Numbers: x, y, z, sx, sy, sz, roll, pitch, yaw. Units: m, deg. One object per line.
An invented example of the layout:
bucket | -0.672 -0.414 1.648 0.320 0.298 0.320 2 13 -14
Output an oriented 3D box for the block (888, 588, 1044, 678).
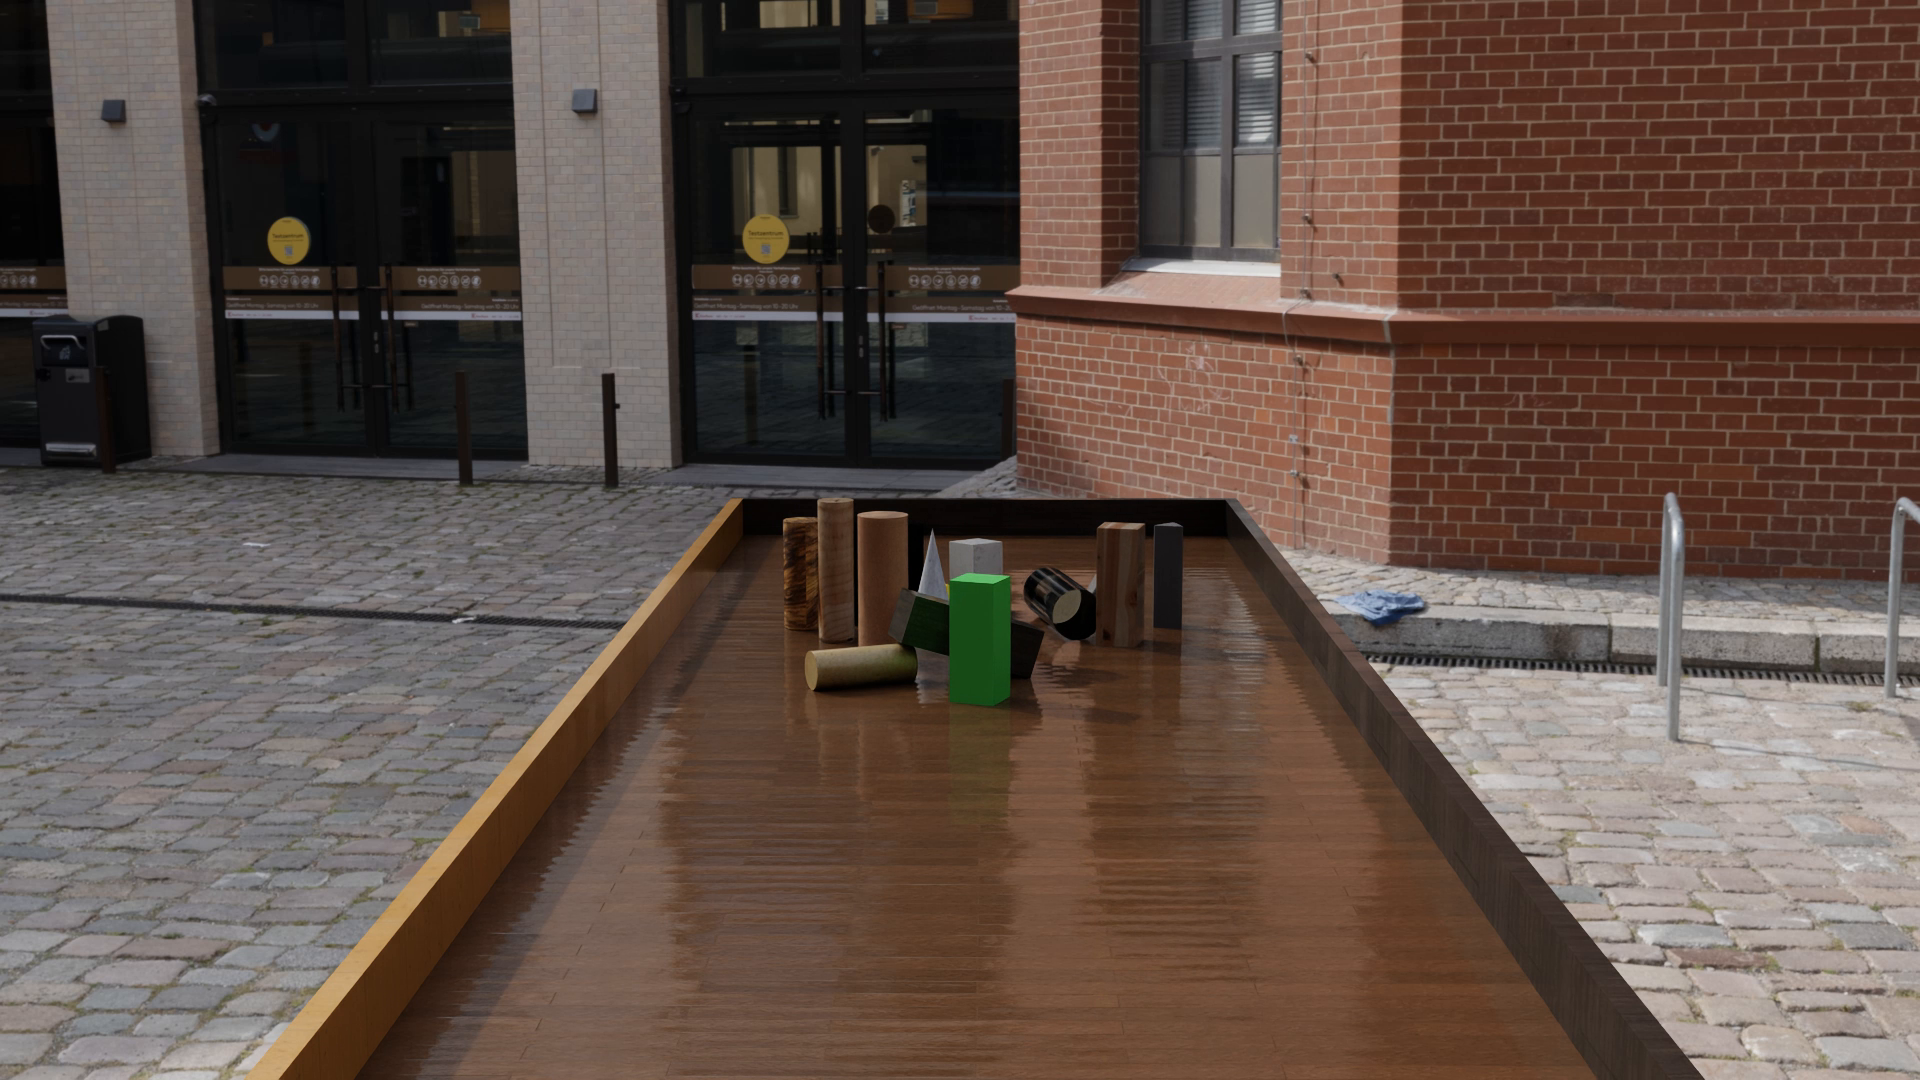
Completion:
block | 0.018 0.272 6.443 0.415 0.143 0.143 16 3 -20

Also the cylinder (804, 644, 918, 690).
cylinder | -0.285 0.364 6.353 0.307 0.113 0.113 -4 10 -23

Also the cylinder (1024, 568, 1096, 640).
cylinder | 0.333 0.205 7.192 0.164 0.164 0.422 -2 9 -11

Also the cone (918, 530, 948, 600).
cone | -0.087 0.141 6.965 0.164 0.361 0.164 0 9 0

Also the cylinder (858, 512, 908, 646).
cylinder | -0.233 0.146 6.658 0.153 0.449 0.153 0 9 0

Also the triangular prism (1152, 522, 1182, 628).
triangular prism | 0.689 0.115 7.204 0.094 0.338 0.082 3 9 16

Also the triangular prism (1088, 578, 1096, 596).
triangular prism | 0.467 0.188 7.405 0.144 0.124 0.343 0 9 5

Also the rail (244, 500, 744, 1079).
rail | -1.004 0.839 3.234 0.050 0.150 12.000 0 9 1

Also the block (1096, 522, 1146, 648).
block | 0.507 0.140 6.933 0.130 0.374 0.130 2 9 15

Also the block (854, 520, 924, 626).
block | -0.244 0.111 7.215 0.178 0.343 0.178 -7 12 -38

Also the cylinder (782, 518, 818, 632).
cylinder | -0.509 0.111 7.175 0.132 0.356 0.132 0 9 0

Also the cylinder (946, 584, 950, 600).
cylinder | -0.157 0.187 7.402 0.134 0.134 0.421 -6 11 -32

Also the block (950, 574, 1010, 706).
block | 0.056 0.277 6.158 0.132 0.345 0.132 4 10 22

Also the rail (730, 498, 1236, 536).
rail | 0.099 -0.098 9.147 2.100 0.150 0.050 0 9 1

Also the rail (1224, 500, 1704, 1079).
rail | 1.046 0.843 3.208 0.050 0.150 12.000 0 9 1

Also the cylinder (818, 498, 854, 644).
cylinder | -0.392 0.097 6.961 0.114 0.450 0.114 0 9 0

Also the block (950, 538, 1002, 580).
block | 0.050 0.184 6.674 0.114 0.362 0.114 -6 9 -39
